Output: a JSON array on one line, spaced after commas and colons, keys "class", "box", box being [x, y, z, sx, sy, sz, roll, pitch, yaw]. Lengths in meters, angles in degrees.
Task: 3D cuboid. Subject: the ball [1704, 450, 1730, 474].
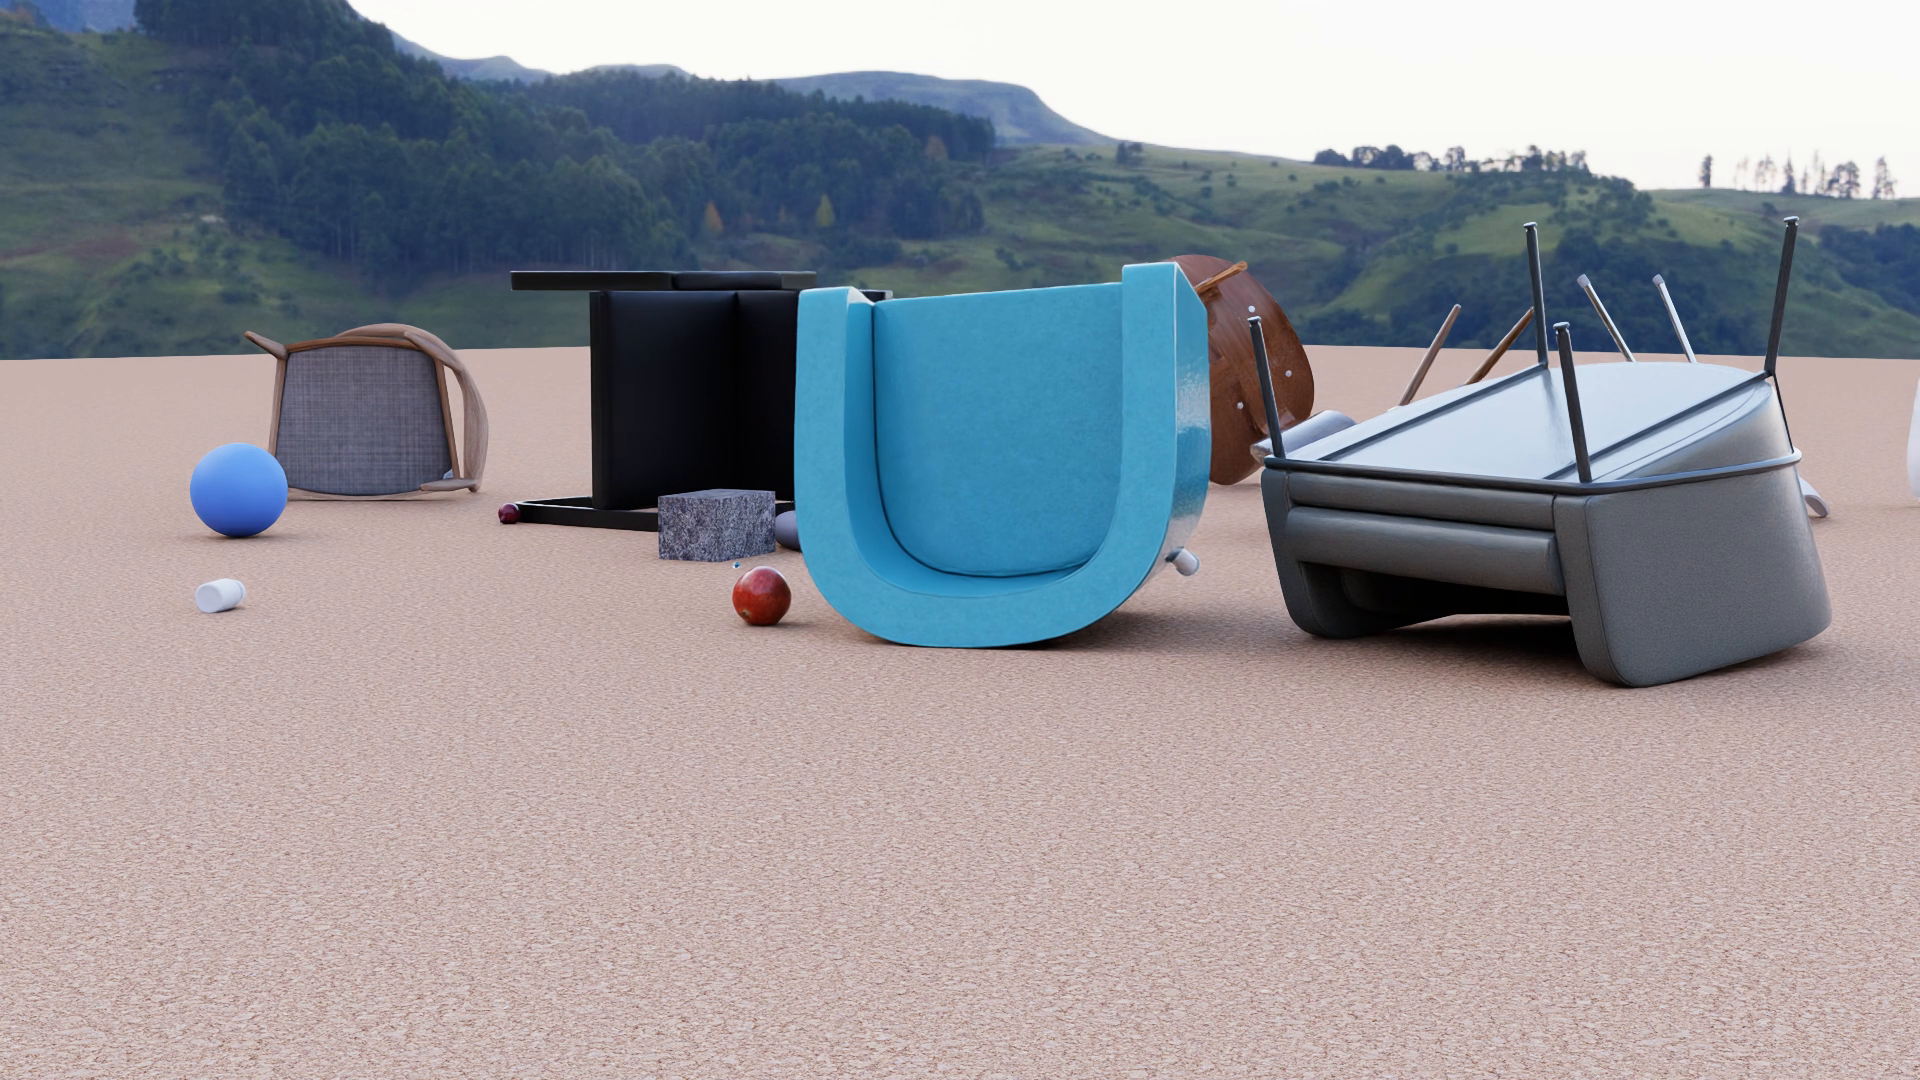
[{"class": "ball", "box": [2.533, -0.264, 8.582, 0.080, 0.080, 0.080, 0, 6, 0]}]

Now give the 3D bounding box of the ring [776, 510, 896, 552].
[{"class": "ring", "box": [-0.307, -0.022, 6.218, 0.272, 0.085, 0.352, -4, 8, -41]}]

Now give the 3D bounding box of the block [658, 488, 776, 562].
[{"class": "block", "box": [-0.572, -0.036, 6.051, 0.162, 0.146, 0.255, 3, 7, 27]}]

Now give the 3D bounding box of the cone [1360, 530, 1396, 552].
[{"class": "cone", "box": [1.008, 0.000, 6.185, 0.077, 0.047, 0.122, -2, 6, -17]}]

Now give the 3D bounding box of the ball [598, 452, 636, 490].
[{"class": "ball", "box": [-1.051, -0.210, 7.874, 0.118, 0.118, 0.118, 0, 6, 0]}]

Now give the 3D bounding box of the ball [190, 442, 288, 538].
[{"class": "ball", "box": [-1.818, -0.126, 6.469, 0.239, 0.239, 0.239, 0, 6, 0]}]

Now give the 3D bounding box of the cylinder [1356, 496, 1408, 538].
[{"class": "cylinder", "box": [1.062, -0.059, 6.474, 0.108, 0.103, 0.187, 0, 13, 2]}]
